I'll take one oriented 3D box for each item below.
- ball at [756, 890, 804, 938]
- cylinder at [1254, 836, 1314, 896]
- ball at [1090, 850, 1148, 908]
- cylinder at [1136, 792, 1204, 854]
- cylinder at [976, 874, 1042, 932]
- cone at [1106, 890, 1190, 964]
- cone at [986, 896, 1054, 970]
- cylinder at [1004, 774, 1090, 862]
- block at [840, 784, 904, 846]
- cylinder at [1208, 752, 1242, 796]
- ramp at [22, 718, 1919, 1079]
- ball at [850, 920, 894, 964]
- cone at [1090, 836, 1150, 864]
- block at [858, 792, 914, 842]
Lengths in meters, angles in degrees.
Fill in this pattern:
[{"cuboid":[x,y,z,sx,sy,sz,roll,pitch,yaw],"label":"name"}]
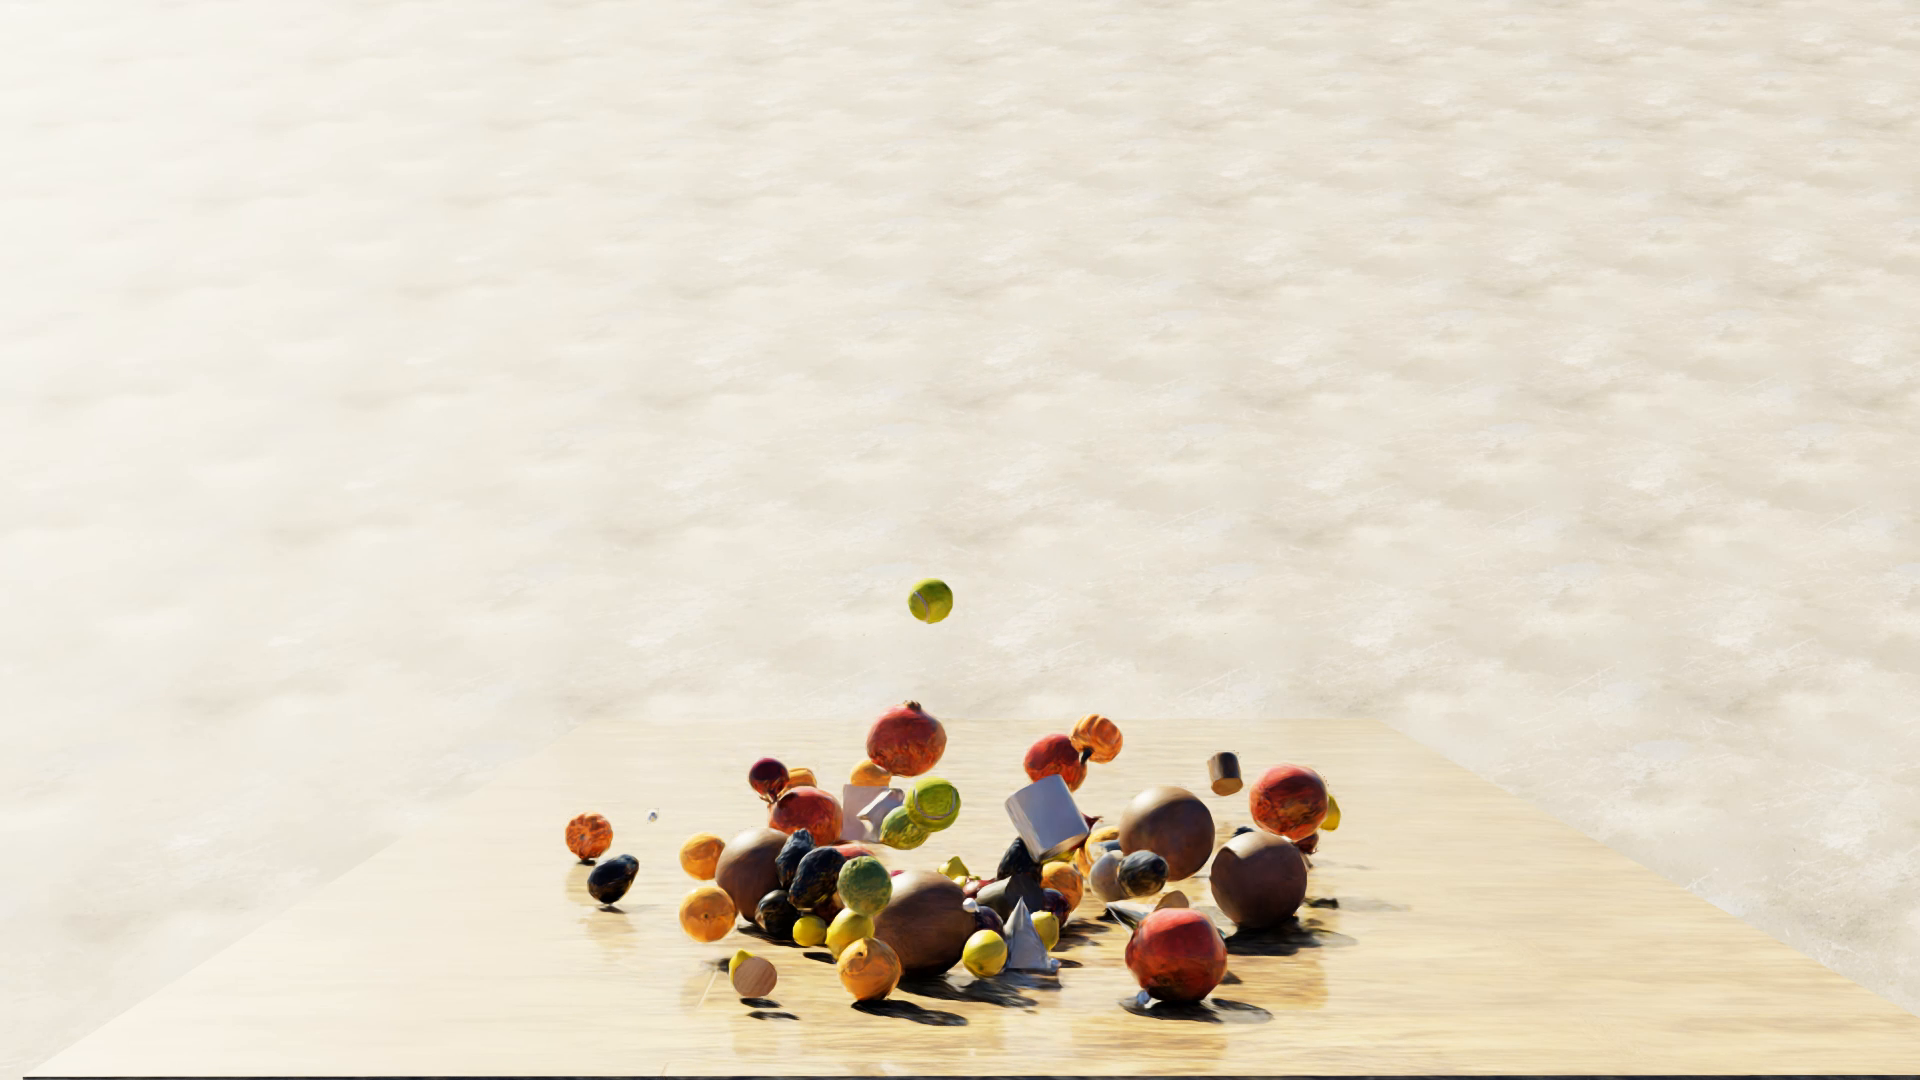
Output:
[{"cuboid":[-0.236,0.489,3.372,0.062,0.062,0.062,0,27,0],"label":"ball"},{"cuboid":[0.463,0.466,3.696,0.062,0.062,0.062,-42,36,-4],"label":"cylinder"},{"cuboid":[0.221,0.474,3.602,0.082,0.082,0.082,0,27,0],"label":"ball"},{"cuboid":[0.296,0.400,3.648,0.084,0.084,0.084,7,-3,14],"label":"cylinder"},{"cuboid":[0.064,0.474,3.368,0.063,0.063,0.063,-29,0,-44],"label":"cylinder"},{"cuboid":[0.218,0.466,3.200,0.095,0.095,0.095,17,31,37],"label":"cone"},{"cuboid":[0.074,0.480,3.177,0.084,0.084,0.084,2,-1,0],"label":"cone"},{"cuboid":[0.105,0.334,3.096,0.078,0.078,0.078,-17,72,-31],"label":"cylinder"},{"cuboid":[-0.133,0.420,3.937,0.083,0.083,0.083,3,-10,6],"label":"block"},{"cuboid":[0.484,0.427,4.715,0.057,0.057,0.057,-2,49,-3],"label":"cylinder"},{"cuboid":[0.060,0.546,4.582,2.000,0.100,4.000,0,1,0],"label":"ramp"},{"cuboid":[-0.109,0.497,3.185,0.054,0.054,0.054,0,27,0],"label":"ball"},{"cuboid":[0.251,0.448,3.715,0.092,0.092,0.092,-35,39,-19],"label":"cone"},{"cuboid":[-0.106,0.393,3.660,0.051,0.051,0.051,-41,5,-17],"label":"block"}]
